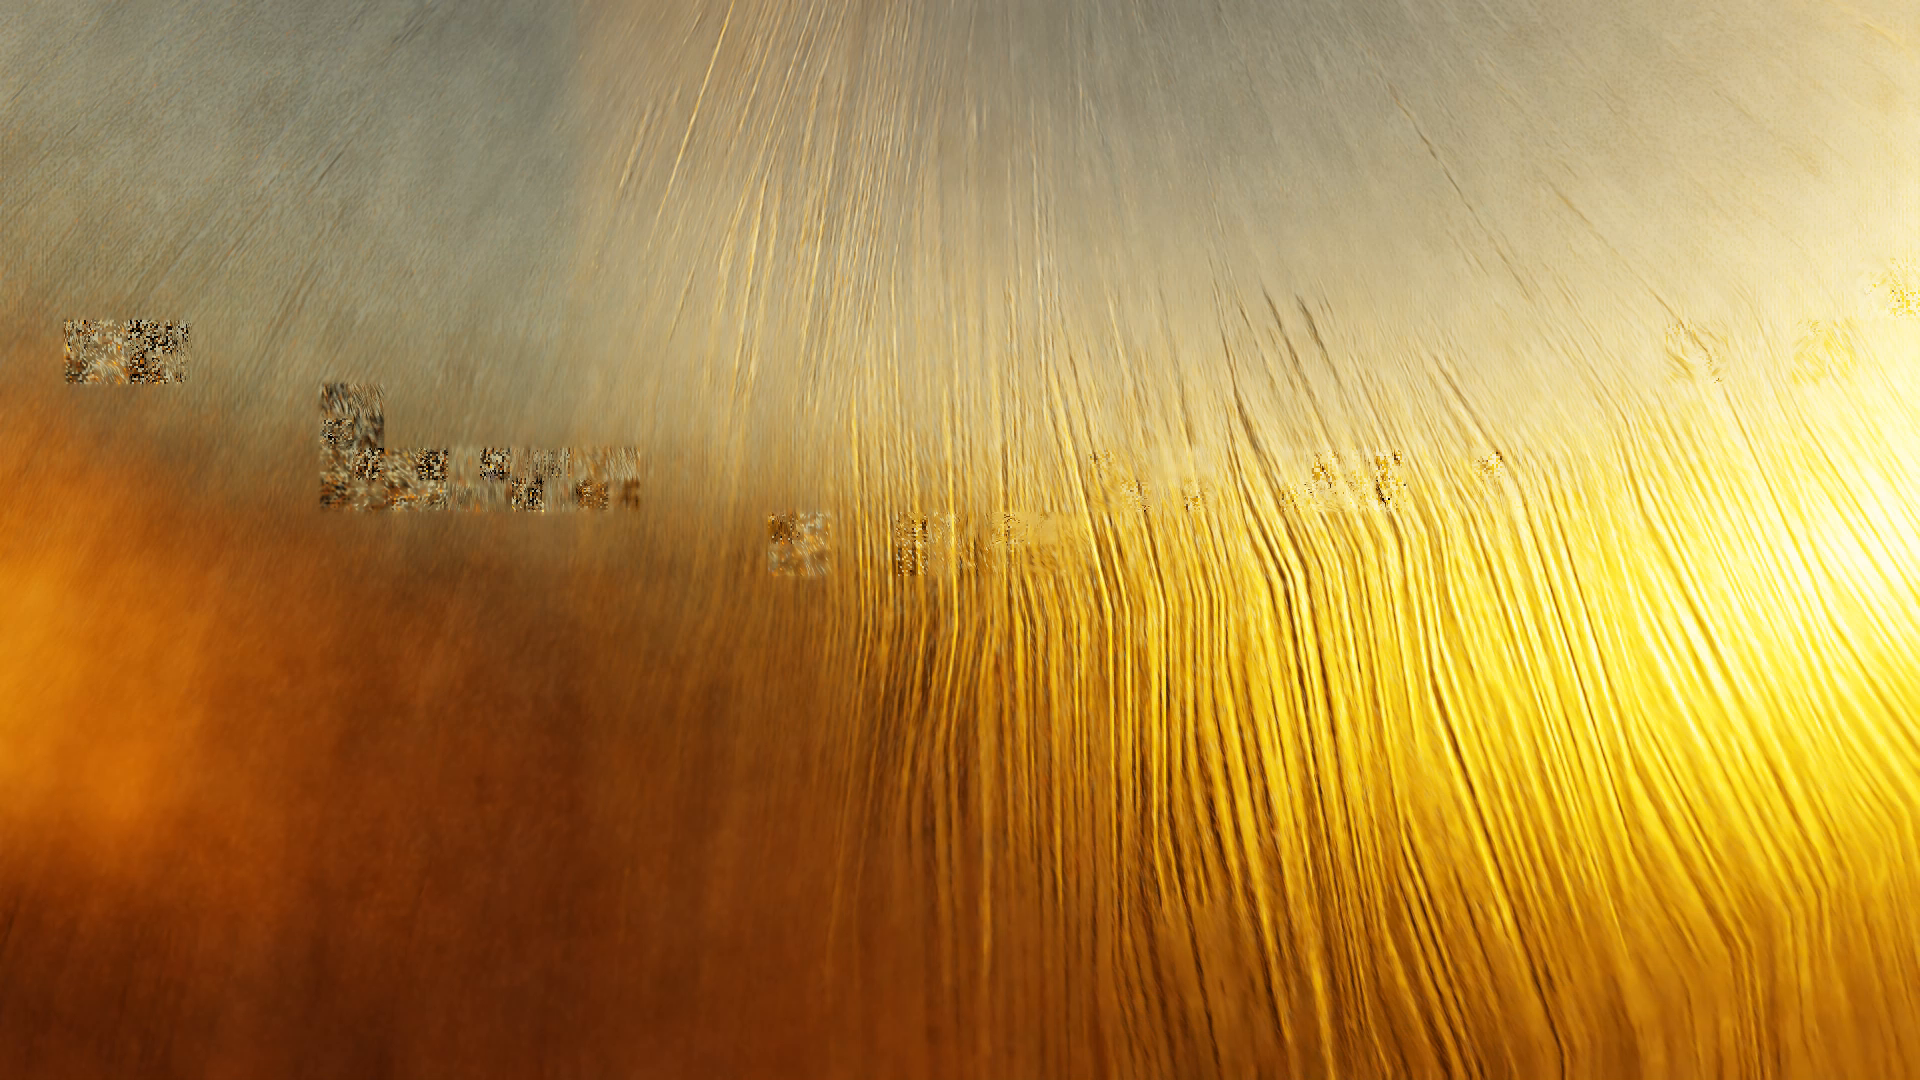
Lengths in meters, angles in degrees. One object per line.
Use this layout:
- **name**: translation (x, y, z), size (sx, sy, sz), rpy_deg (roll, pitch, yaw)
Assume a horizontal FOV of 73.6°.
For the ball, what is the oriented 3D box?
- **ball**: translation (0.000, -0.002, 0.056), size (0.080, 0.080, 0.080), rpy_deg (0, 4, 0)
